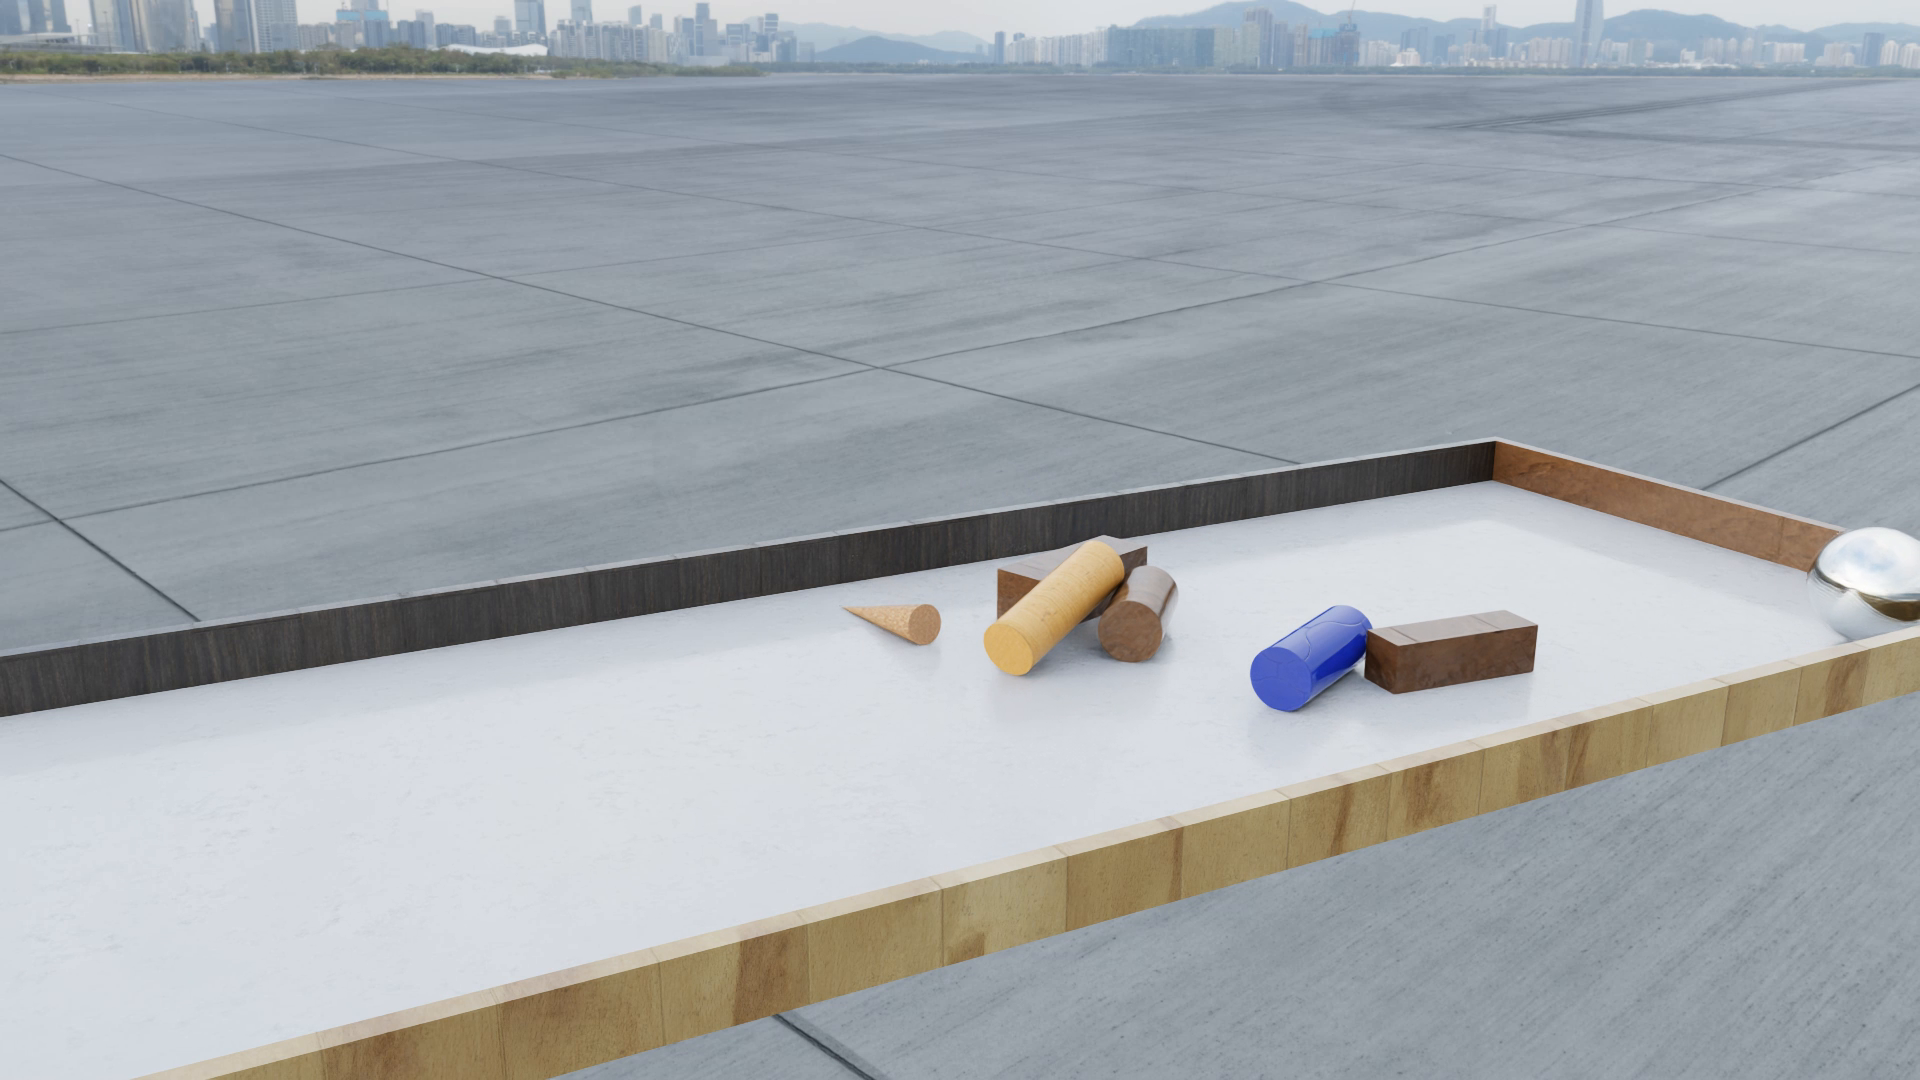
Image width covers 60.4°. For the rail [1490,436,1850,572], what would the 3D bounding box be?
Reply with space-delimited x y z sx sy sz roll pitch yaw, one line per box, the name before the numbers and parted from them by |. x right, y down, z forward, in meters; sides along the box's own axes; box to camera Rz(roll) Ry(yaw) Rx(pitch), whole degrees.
rail | 2.466 -0.048 5.253 0.050 0.150 2.100 -9 18 -27

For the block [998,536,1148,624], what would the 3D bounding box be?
block | 0.320 0.125 4.643 0.162 0.162 0.458 15 22 42

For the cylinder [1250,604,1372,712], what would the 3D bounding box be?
cylinder | 0.878 0.288 4.090 0.160 0.160 0.385 11 20 34

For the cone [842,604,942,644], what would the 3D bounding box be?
cone | -0.217 0.208 4.549 0.110 0.110 0.398 -13 13 -37

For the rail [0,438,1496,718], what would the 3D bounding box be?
rail | -3.305 0.497 3.399 12.000 0.150 0.050 -9 18 -27

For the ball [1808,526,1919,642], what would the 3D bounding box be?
ball | 2.432 0.121 4.384 0.314 0.314 0.314 0 16 0

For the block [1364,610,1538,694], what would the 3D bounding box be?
block | 1.243 0.281 4.173 0.425 0.127 0.127 -6 18 -21

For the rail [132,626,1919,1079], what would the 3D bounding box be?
rail | -2.336 1.006 1.665 12.000 0.150 0.050 -9 18 -27

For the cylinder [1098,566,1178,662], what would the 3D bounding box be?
cylinder | 0.479 0.194 4.398 0.168 0.168 0.319 4 17 14

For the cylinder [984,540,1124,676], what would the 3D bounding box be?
cylinder | 0.251 0.172 4.312 0.149 0.149 0.456 12 34 35
